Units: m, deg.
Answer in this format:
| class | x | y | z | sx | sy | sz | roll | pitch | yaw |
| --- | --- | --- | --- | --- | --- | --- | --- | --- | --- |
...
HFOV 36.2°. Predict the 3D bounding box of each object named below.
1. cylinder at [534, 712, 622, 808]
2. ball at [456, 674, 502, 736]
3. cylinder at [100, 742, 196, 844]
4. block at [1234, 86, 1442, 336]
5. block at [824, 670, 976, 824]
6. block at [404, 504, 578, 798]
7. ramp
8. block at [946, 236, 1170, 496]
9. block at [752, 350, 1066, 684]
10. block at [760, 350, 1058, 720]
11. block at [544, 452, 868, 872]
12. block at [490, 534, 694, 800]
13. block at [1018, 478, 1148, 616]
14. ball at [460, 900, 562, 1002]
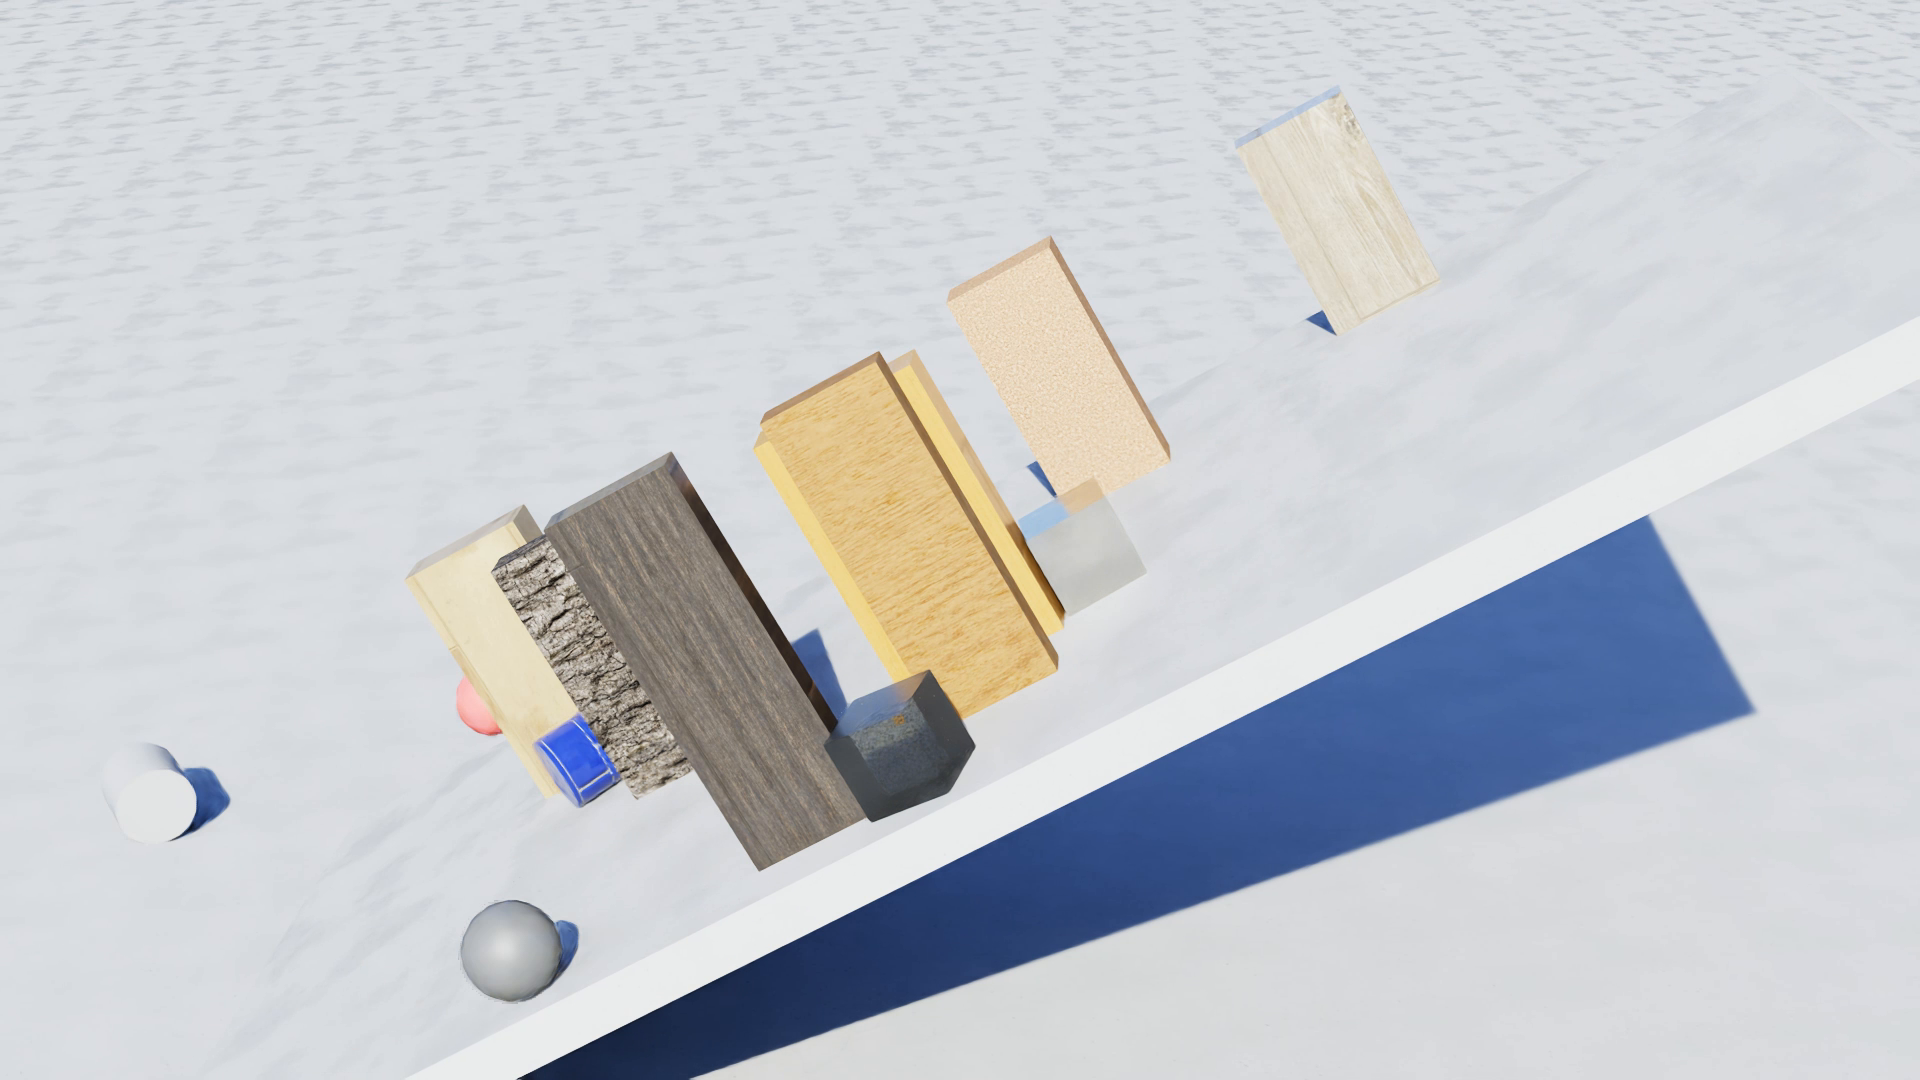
| class | x | y | z | sx | sy | sz | roll | pitch | yaw |
| --- | --- | --- | --- | --- | --- | --- | --- | --- | --- |
| cylinder | -0.835 | 0.479 | 6.618 | 0.179 | 0.179 | 0.179 | -35 | 30 | -16 |
| ball | -1.213 | 0.413 | 7.624 | 0.187 | 0.187 | 0.187 | 0 | 18 | 0 |
| cylinder | -2.135 | 0.665 | 7.738 | 0.207 | 0.207 | 0.207 | -9 | 20 | -25 |
| block | 0.866 | -0.753 | 6.737 | 0.267 | 0.498 | 0.102 | -28 | 15 | 11 |
| block | -0.111 | 0.384 | 5.491 | 0.178 | 0.178 | 0.178 | -23 | 16 | 27 |
| block | -0.979 | 0.259 | 6.779 | 0.295 | 0.610 | 0.131 | -28 | 15 | 11 |
| ramp | 0.142 | 0.167 | 6.283 | 4.000 | 0.100 | 2.000 | -28 | 15 | 11 |
| block | 0.224 | -0.368 | 6.597 | 0.260 | 0.559 | 0.125 | -28 | 15 | 11 |
| block | -0.097 | -0.021 | 5.932 | 0.361 | 0.623 | 0.126 | -28 | 15 | 11 |
| block | -0.093 | 0.005 | 5.670 | 0.255 | 0.705 | 0.084 | -28 | 15 | 11 |
| block | -0.455 | 0.232 | 5.486 | 0.261 | 0.774 | 0.091 | -28 | 15 | 11 |
| block | -0.677 | 0.212 | 6.357 | 0.402 | 0.598 | 0.101 | -28 | 15 | 11 |
| block | 0.250 | 0.012 | 6.017 | 0.183 | 0.183 | 0.183 | -30 | 14 | 4 |
| ball | -0.855 | 0.783 | 5.605 | 0.191 | 0.191 | 0.191 | 0 | 18 | 0 |
